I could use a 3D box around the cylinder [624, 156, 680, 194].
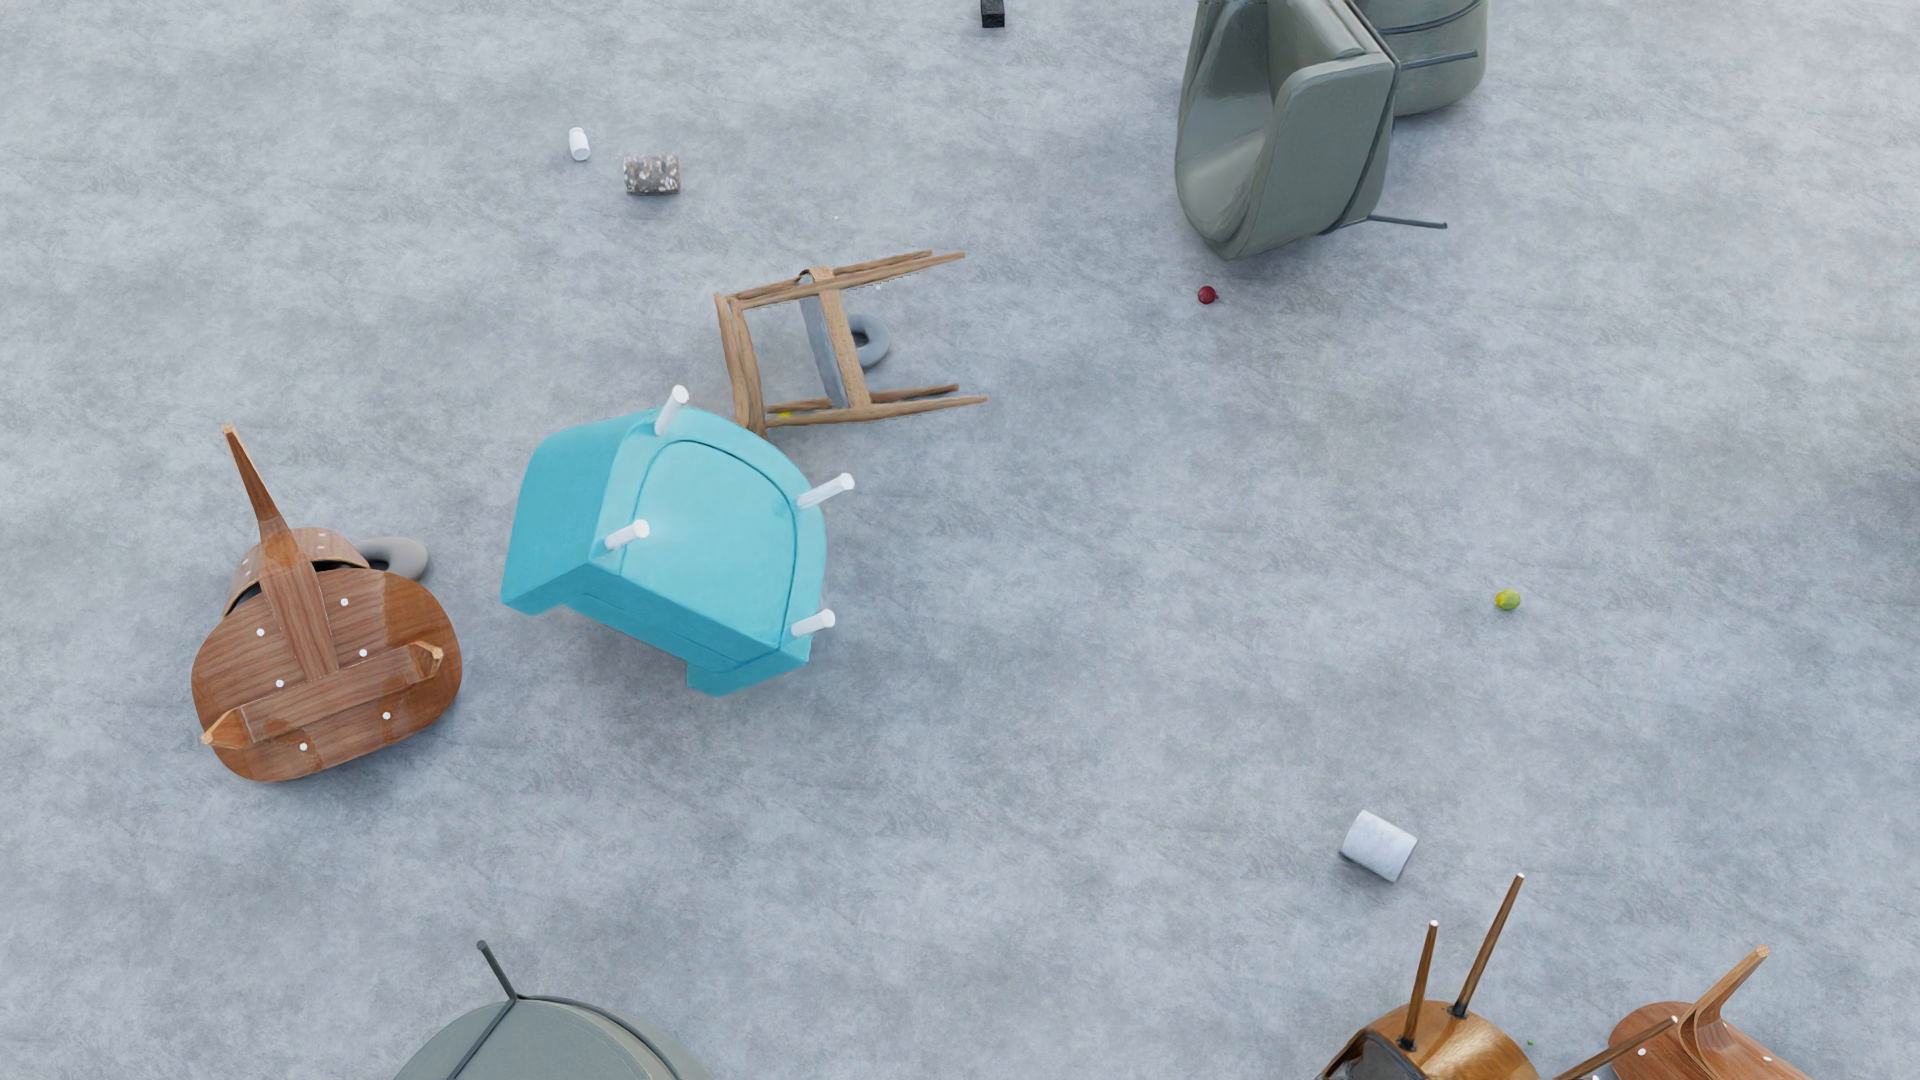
[{"bbox_3d":[-1.023,-1.215,7.309,0.172,0.134,0.113,-1,62,-1],"label":"cylinder"}]

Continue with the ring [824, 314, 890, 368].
[{"bbox_3d":[-0.325,-0.633,6.970,0.212,0.048,0.219,-9,56,-7],"label":"ring"}]

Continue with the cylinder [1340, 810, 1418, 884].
[{"bbox_3d":[1.132,0.827,5.937,0.166,0.136,0.136,28,84,17],"label":"cylinder"}]

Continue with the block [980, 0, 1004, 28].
[{"bbox_3d":[0.116,-1.881,7.798,0.079,0.064,0.115,-3,56,-2],"label":"block"}]

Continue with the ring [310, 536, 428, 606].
[{"bbox_3d":[-1.739,0.092,6.476,0.352,0.060,0.218,-19,57,-12],"label":"ring"}]
